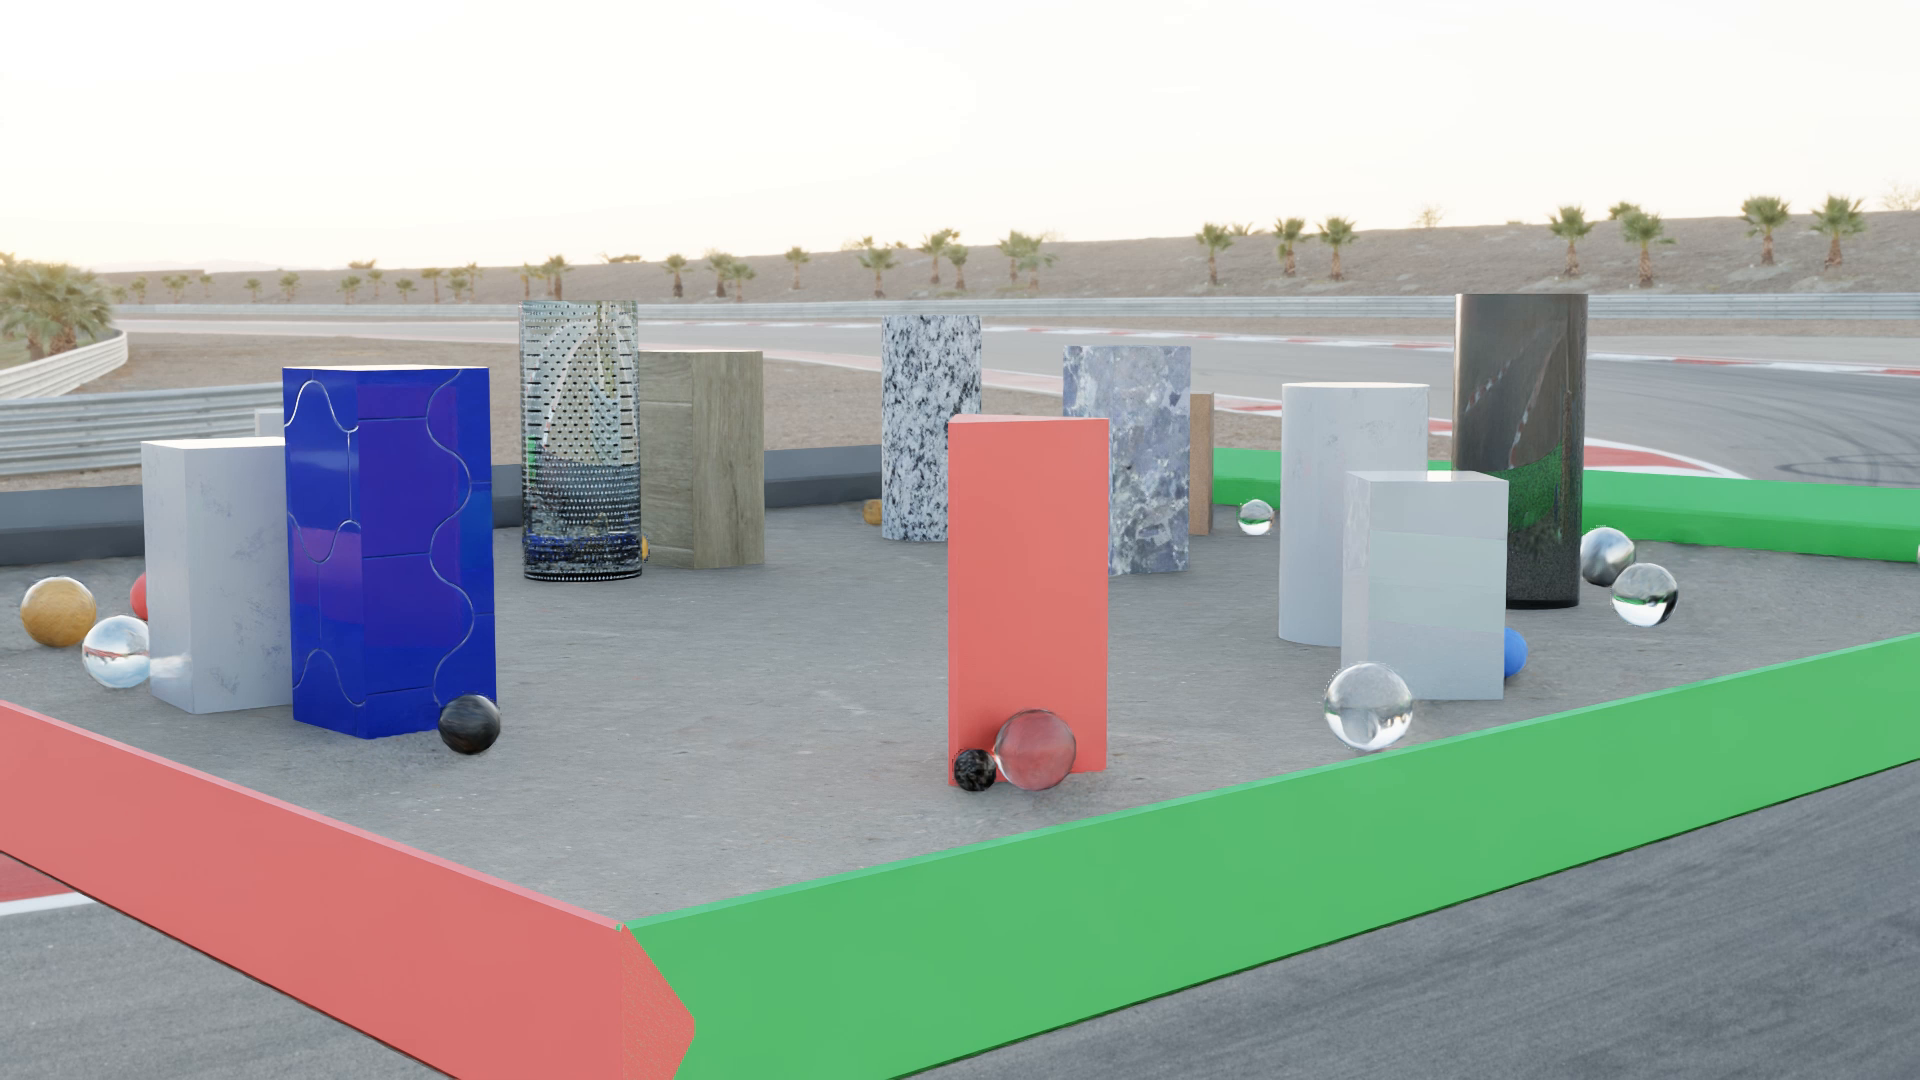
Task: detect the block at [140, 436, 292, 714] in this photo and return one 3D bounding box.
[{"bbox_3d":[-0.830,0.035,2.523,0.157,0.294,0.157,-4,7,-36],"label":"block"}]

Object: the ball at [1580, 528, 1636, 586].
[{"bbox_3d":[1.041,0.028,3.549,0.096,0.096,0.096,0,6,0],"label":"ball"}]

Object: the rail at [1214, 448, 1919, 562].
[{"bbox_3d":[1.176,-0.080,4.411,0.045,0.128,3.004,-5,8,-42],"label":"rail"}]

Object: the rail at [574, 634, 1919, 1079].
[{"bbox_3d":[1.002,0.146,2.251,3.248,0.128,0.045,-5,8,-42],"label":"rail"}]

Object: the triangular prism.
[{"bbox_3d":[0.034,0.050,2.151,0.170,0.341,0.147,-3,7,-27],"label":"triangular prism"}]

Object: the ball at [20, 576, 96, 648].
[{"bbox_3d":[-1.192,0.096,2.908,0.094,0.094,0.094,0,6,0],"label":"ball"}]

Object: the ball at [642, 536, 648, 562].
[{"bbox_3d":[-0.574,0.015,3.838,0.061,0.061,0.061,0,6,0],"label":"ball"}]

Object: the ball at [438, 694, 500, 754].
[{"bbox_3d":[-0.493,0.185,2.209,0.061,0.061,0.061,0,6,0],"label":"ball"}]

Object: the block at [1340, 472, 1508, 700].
[{"bbox_3d":[0.543,0.050,2.587,0.157,0.251,0.157,0,6,-1],"label":"block"}]

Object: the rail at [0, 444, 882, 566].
[{"bbox_3d":[-1.002,-0.080,4.412,3.248,0.128,0.045,-5,8,-42],"label":"rail"}]

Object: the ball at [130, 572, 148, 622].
[{"bbox_3d":[-1.134,0.080,3.118,0.080,0.080,0.080,0,6,0],"label":"ball"}]

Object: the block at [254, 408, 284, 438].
[{"bbox_3d":[-1.049,-0.068,3.553,0.157,0.284,0.157,-2,6,-20],"label":"block"}]

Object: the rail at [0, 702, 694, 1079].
[{"bbox_3d":[-1.176,0.146,2.253,0.045,0.128,3.004,-5,8,-42],"label":"rail"}]

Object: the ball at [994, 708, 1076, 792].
[{"bbox_3d":[0.070,0.195,2.042,0.076,0.076,0.076,0,6,0],"label":"ball"}]

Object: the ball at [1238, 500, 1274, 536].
[{"bbox_3d":[0.586,-0.043,4.345,0.072,0.072,0.072,0,6,0],"label":"ball"}]

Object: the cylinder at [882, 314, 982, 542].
[{"bbox_3d":[-0.056,-0.224,4.329,0.196,0.435,0.196,0,6,0],"label":"cylinder"}]

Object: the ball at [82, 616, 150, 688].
[{"bbox_3d":[-0.990,0.132,2.594,0.086,0.086,0.086,0,6,0],"label":"ball"}]

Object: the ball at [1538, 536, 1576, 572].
[{"bbox_3d":[1.016,0.024,3.735,0.064,0.064,0.064,0,6,0],"label":"ball"}]

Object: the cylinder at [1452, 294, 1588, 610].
[{"bbox_3d":[0.849,-0.139,3.350,0.196,0.468,0.196,0,6,0],"label":"cylinder"}]

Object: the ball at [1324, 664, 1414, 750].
[{"bbox_3d":[0.414,0.169,2.229,0.088,0.088,0.088,0,6,0],"label":"ball"}]

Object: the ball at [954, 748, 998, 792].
[{"bbox_3d":[0.014,0.213,2.037,0.041,0.041,0.041,0,6,0],"label":"ball"}]

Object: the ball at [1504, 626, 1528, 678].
[{"bbox_3d":[0.652,0.135,2.650,0.062,0.062,0.062,0,6,0],"label":"ball"}]

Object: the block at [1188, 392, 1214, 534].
[{"bbox_3d":[0.430,-0.159,4.452,0.157,0.279,0.157,1,6,10],"label":"block"}]

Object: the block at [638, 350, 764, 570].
[{"bbox_3d":[-0.456,-0.146,3.870,0.157,0.373,0.157,-6,8,-44],"label":"block"}]

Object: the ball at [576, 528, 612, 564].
[{"bbox_3d":[-0.639,0.010,3.830,0.062,0.062,0.062,0,6,0],"label":"ball"}]

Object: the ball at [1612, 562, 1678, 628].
[{"bbox_3d":[0.965,0.078,3.097,0.090,0.090,0.090,0,6,0],"label":"ball"}]

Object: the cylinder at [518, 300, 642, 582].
[{"bbox_3d":[-0.635,-0.169,3.681,0.196,0.460,0.196,0,6,0],"label":"cylinder"}]

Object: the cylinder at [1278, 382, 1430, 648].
[{"bbox_3d":[0.534,-0.039,2.990,0.196,0.344,0.196,0,6,0],"label":"cylinder"}]

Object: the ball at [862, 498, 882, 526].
[{"bbox_3d":[-0.175,-0.058,4.551,0.057,0.057,0.057,0,6,0],"label":"ball"}]

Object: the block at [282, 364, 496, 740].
[{"bbox_3d":[-0.616,0.006,2.376,0.157,0.383,0.157,-6,8,-44],"label":"block"}]

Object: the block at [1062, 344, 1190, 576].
[{"bbox_3d":[0.286,-0.142,3.790,0.157,0.383,0.157,-3,7,-29],"label":"block"}]
